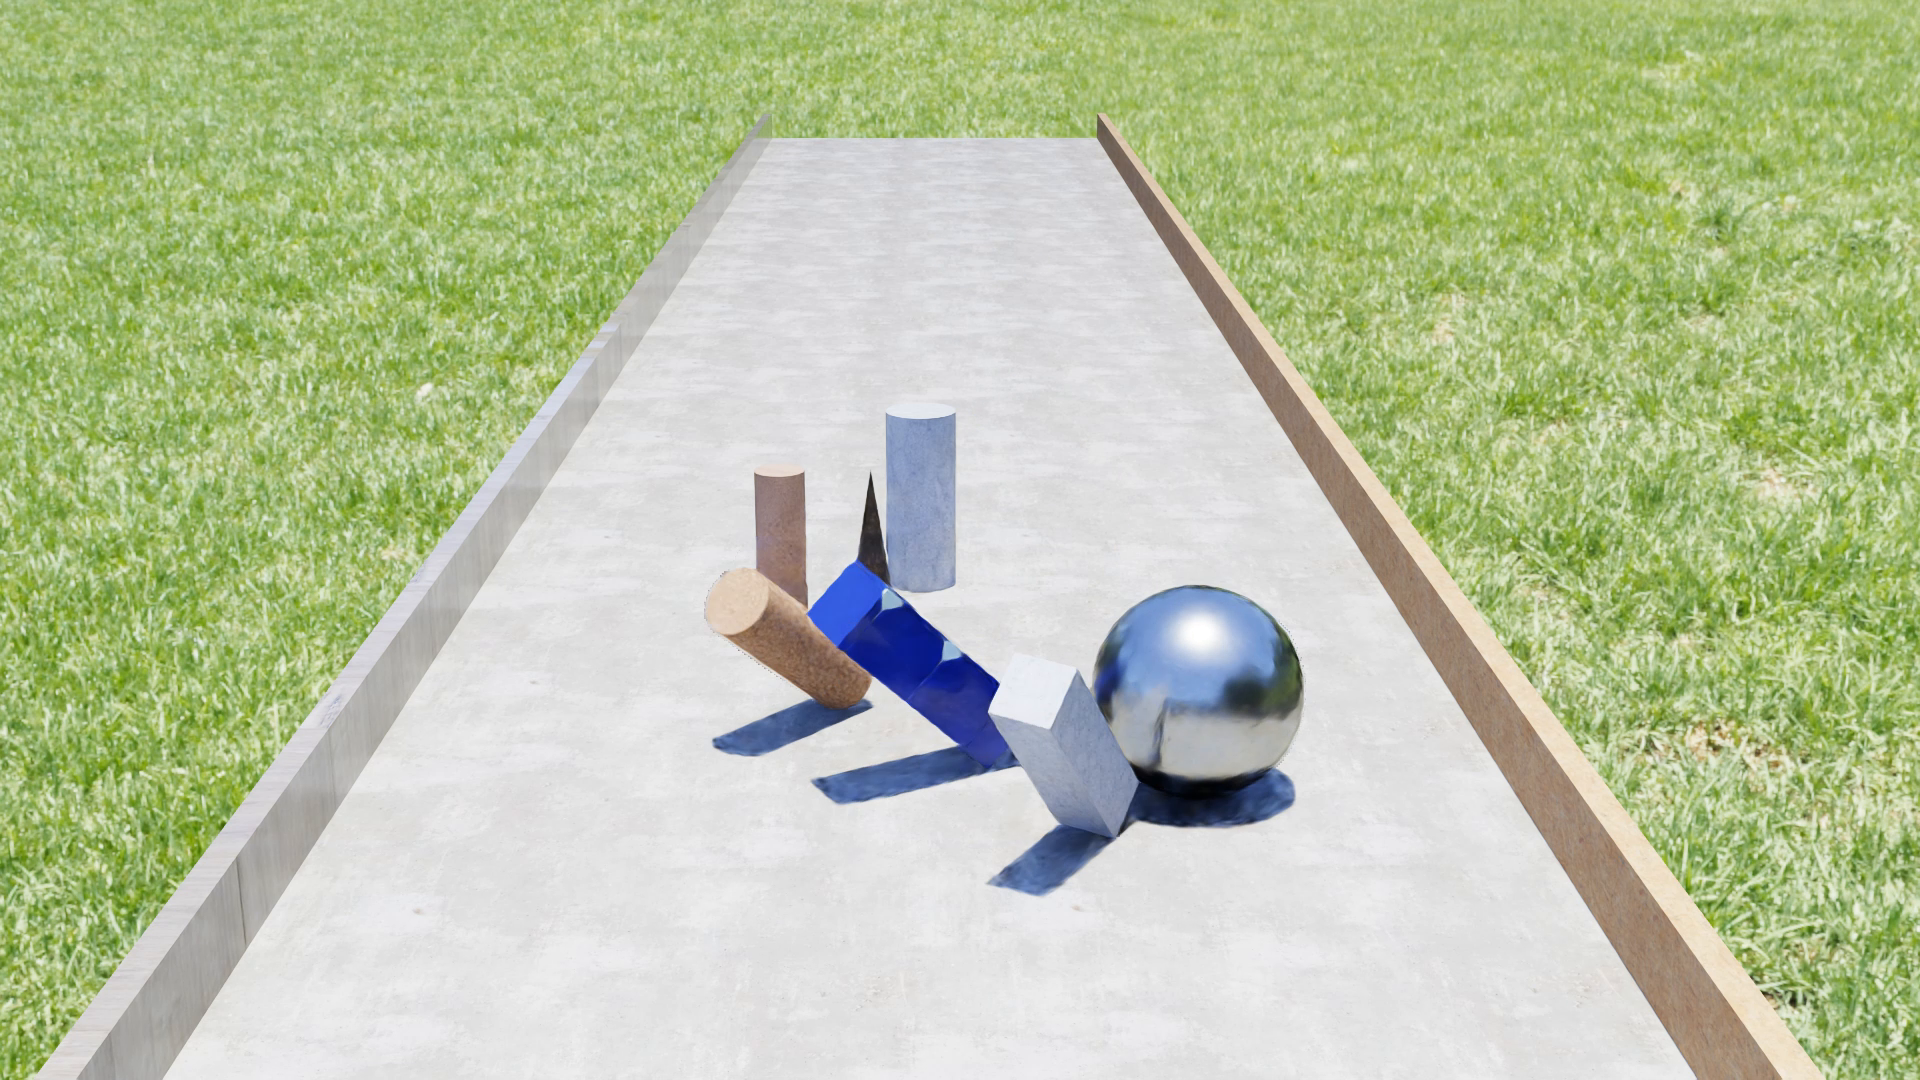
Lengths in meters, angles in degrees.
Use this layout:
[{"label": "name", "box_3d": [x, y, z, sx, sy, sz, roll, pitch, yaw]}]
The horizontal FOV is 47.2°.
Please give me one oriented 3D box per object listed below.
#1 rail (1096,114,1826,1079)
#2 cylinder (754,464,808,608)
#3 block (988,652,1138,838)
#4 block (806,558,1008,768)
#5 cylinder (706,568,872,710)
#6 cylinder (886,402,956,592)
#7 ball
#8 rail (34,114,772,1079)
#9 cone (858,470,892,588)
[{"label": "rail", "box_3d": [0.932, -0.844, 7.801, 0.050, 0.150, 12.000, 0, 17, -1]}, {"label": "cylinder", "box_3d": [-0.358, 0.044, 4.408, 0.100, 0.381, 0.100, 0, 17, 0]}, {"label": "block", "box_3d": [0.168, 0.329, 3.473, 0.107, 0.396, 0.107, 13, 64, 27]}, {"label": "block", "box_3d": [-0.063, 0.216, 3.789, 0.426, 0.128, 0.128, 42, -1, -37]}, {"label": "cylinder", "box_3d": [-0.306, 0.184, 4.022, 0.128, 0.128, 0.377, 11, -18, 34]}, {"label": "cylinder", "box_3d": [-0.086, -0.094, 4.855, 0.154, 0.393, 0.154, 0, 17, 0]}, {"label": "ball", "box_3d": [0.402, 0.257, 3.730, 0.361, 0.361, 0.361, 0, 17, 0]}, {"label": "rail", "box_3d": [-1.118, -0.838, 7.780, 0.050, 0.150, 12.000, 0, 17, -1]}, {"label": "cone", "box_3d": [-0.188, 0.003, 4.659, 0.101, 0.318, 0.101, 0, 17, 0]}]
